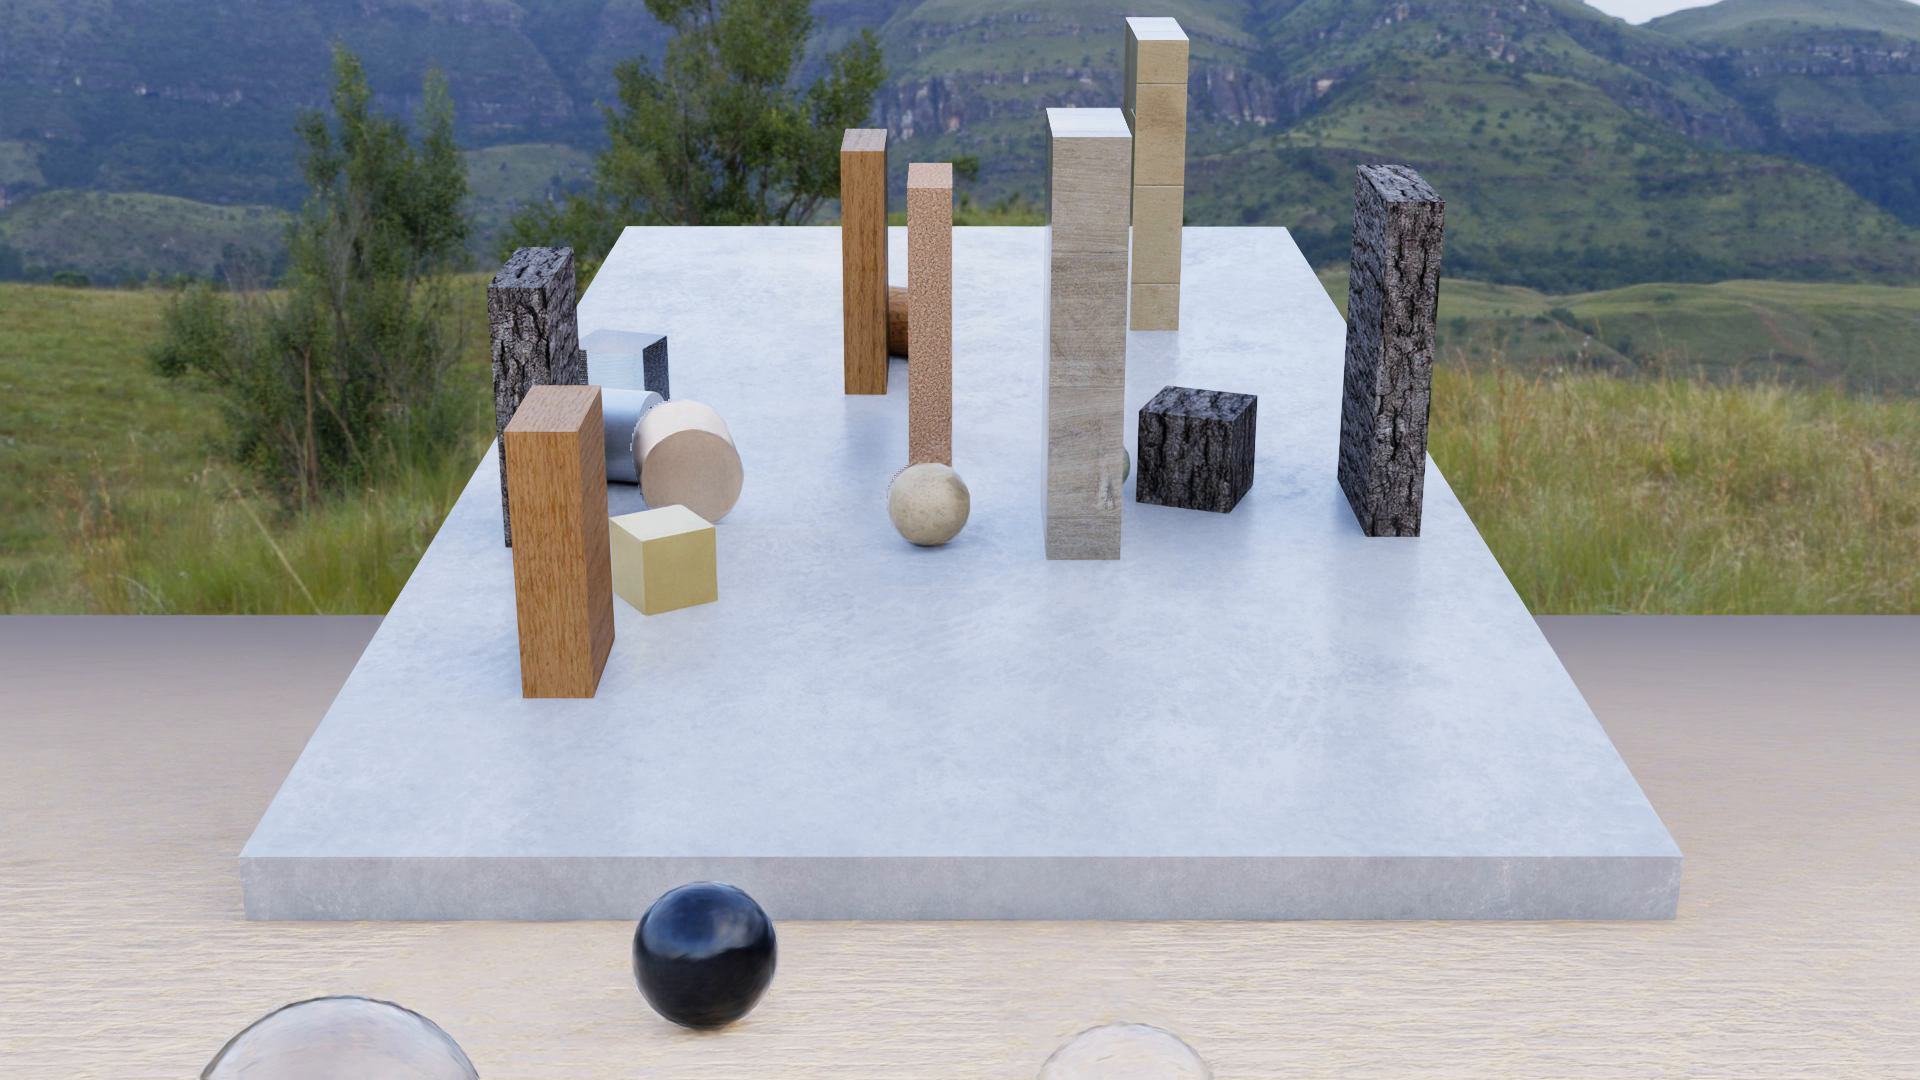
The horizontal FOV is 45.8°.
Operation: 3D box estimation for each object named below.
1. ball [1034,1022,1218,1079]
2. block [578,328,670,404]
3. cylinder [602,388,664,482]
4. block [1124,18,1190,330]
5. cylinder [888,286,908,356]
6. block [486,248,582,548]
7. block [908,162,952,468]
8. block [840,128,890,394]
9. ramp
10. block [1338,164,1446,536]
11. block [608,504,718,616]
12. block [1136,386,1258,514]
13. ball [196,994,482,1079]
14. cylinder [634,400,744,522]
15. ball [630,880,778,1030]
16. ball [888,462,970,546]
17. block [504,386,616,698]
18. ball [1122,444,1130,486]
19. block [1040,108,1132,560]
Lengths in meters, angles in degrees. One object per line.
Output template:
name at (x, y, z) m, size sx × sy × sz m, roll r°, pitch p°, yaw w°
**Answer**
ball at (0.117, 0.412, 1.599) m, size 0.144 × 0.144 × 0.144 m, roll 0°, pitch -2°, yaw 0°
block at (-0.761, -0.360, 5.053) m, size 0.168 × 0.168 × 0.168 m, roll 7°, pitch 21°, yaw 17°
cylinder at (-0.716, -0.215, 4.635) m, size 0.187 × 0.187 × 0.187 m, roll 5°, pitch -1°, yaw 13°
block at (0.492, -0.943, 5.828) m, size 0.124 × 0.727 × 0.410 m, roll 0°, pitch 20°, yaw 0°
cylinder at (-0.133, -0.532, 5.527) m, size 0.164 × 0.164 × 0.164 m, roll 9°, pitch 2°, yaw 22°
block at (-0.804, -0.277, 4.347) m, size 0.107 × 0.502 × 0.322 m, roll 0°, pitch 20°, yaw 0°
block at (-0.061, -0.471, 4.752) m, size 0.090 × 0.588 × 0.261 m, roll 0°, pitch 20°, yaw 0°
block at (-0.218, -0.646, 5.259) m, size 0.096 × 0.562 × 0.276 m, roll 0°, pitch 20°, yaw 0°
ramp at (-0.005, -0.210, 5.035) m, size 2.000 × 0.100 × 4.000 m, roll 0°, pitch 20°, yaw 0°
block at (0.828, -0.370, 4.395) m, size 0.103 × 0.648 × 0.347 m, roll 0°, pitch 20°, yaw 0°
block at (-0.526, 0.035, 4.028) m, size 0.140 × 0.140 × 0.140 m, roll -12°, pitch 24°, yaw -30°
block at (0.475, -0.183, 4.547) m, size 0.190 × 0.190 × 0.190 m, roll 8°, pitch 22°, yaw 20°
ball at (-0.387, 0.381, 1.409) m, size 0.195 × 0.195 × 0.195 m, roll 0°, pitch -2°, yaw 0°
cylinder at (-0.534, -0.152, 4.449) m, size 0.198 × 0.198 × 0.198 m, roll 0°, pitch 20°, yaw -13°
ball at (-0.265, 0.431, 2.362) m, size 0.152 × 0.152 × 0.152 m, roll 0°, pitch -2°, yaw 0°
ball at (-0.058, -0.068, 4.281) m, size 0.158 × 0.158 × 0.158 m, roll 0°, pitch -2°, yaw 0°
block at (-0.644, 0.000, 3.677) m, size 0.113 × 0.448 × 0.250 m, roll 0°, pitch 20°, yaw 0°
ball at (0.275, -0.152, 4.546) m, size 0.133 × 0.133 × 0.133 m, roll 0°, pitch -2°, yaw 0°
block at (0.229, -0.384, 4.229) m, size 0.137 × 0.788 × 0.299 m, roll 0°, pitch 20°, yaw 0°
